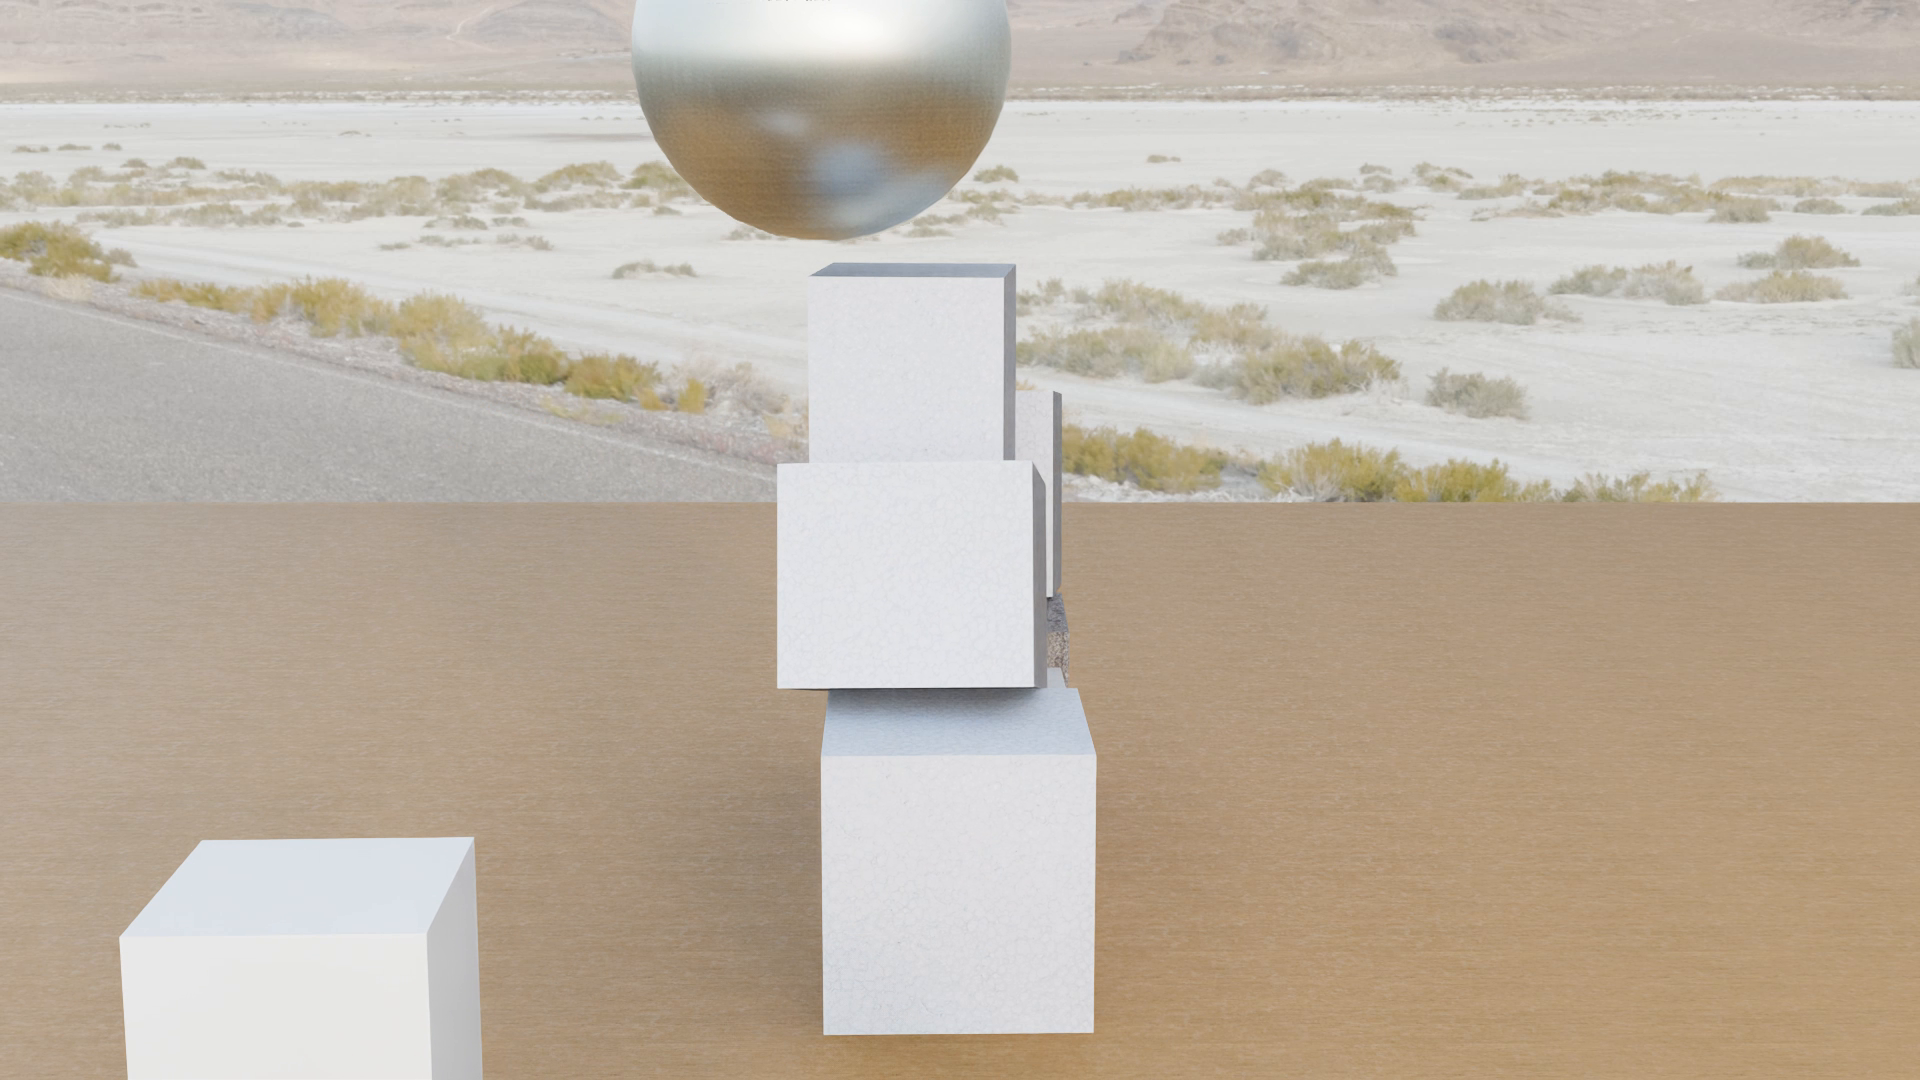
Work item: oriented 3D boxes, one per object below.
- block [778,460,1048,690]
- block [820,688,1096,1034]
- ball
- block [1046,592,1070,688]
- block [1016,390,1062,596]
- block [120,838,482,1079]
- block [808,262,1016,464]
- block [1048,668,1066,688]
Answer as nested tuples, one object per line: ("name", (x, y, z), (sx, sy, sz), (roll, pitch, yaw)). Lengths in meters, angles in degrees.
("block", (-0.169, 0.168, 10.372), (0.987, 0.868, 1.036), (-1, -4, 5))
("block", (-0.016, 1.214, 9.915), (1.000, 1.064, 1.028), (0, 10, -1))
("ball", (-0.582, -2.063, 10.805), (1.600, 1.600, 1.600), (0, 10, 0))
("block", (-0.008, 0.858, 11.845), (0.980, 1.074, 0.884), (0, 10, 0))
("block", (0.012, -0.235, 12.394), (0.918, 0.954, 0.999), (0, 2, 5))
("block", (-2.056, 1.570, 8.174), (0.901, 0.986, 0.977), (0, 10, -2))
("block", (-0.195, -0.732, 11.296), (0.831, 0.913, 0.828), (1, 10, 5))
("block", (-0.040, 1.104, 10.917), (0.989, 0.921, 0.970), (0, 10, -1))
